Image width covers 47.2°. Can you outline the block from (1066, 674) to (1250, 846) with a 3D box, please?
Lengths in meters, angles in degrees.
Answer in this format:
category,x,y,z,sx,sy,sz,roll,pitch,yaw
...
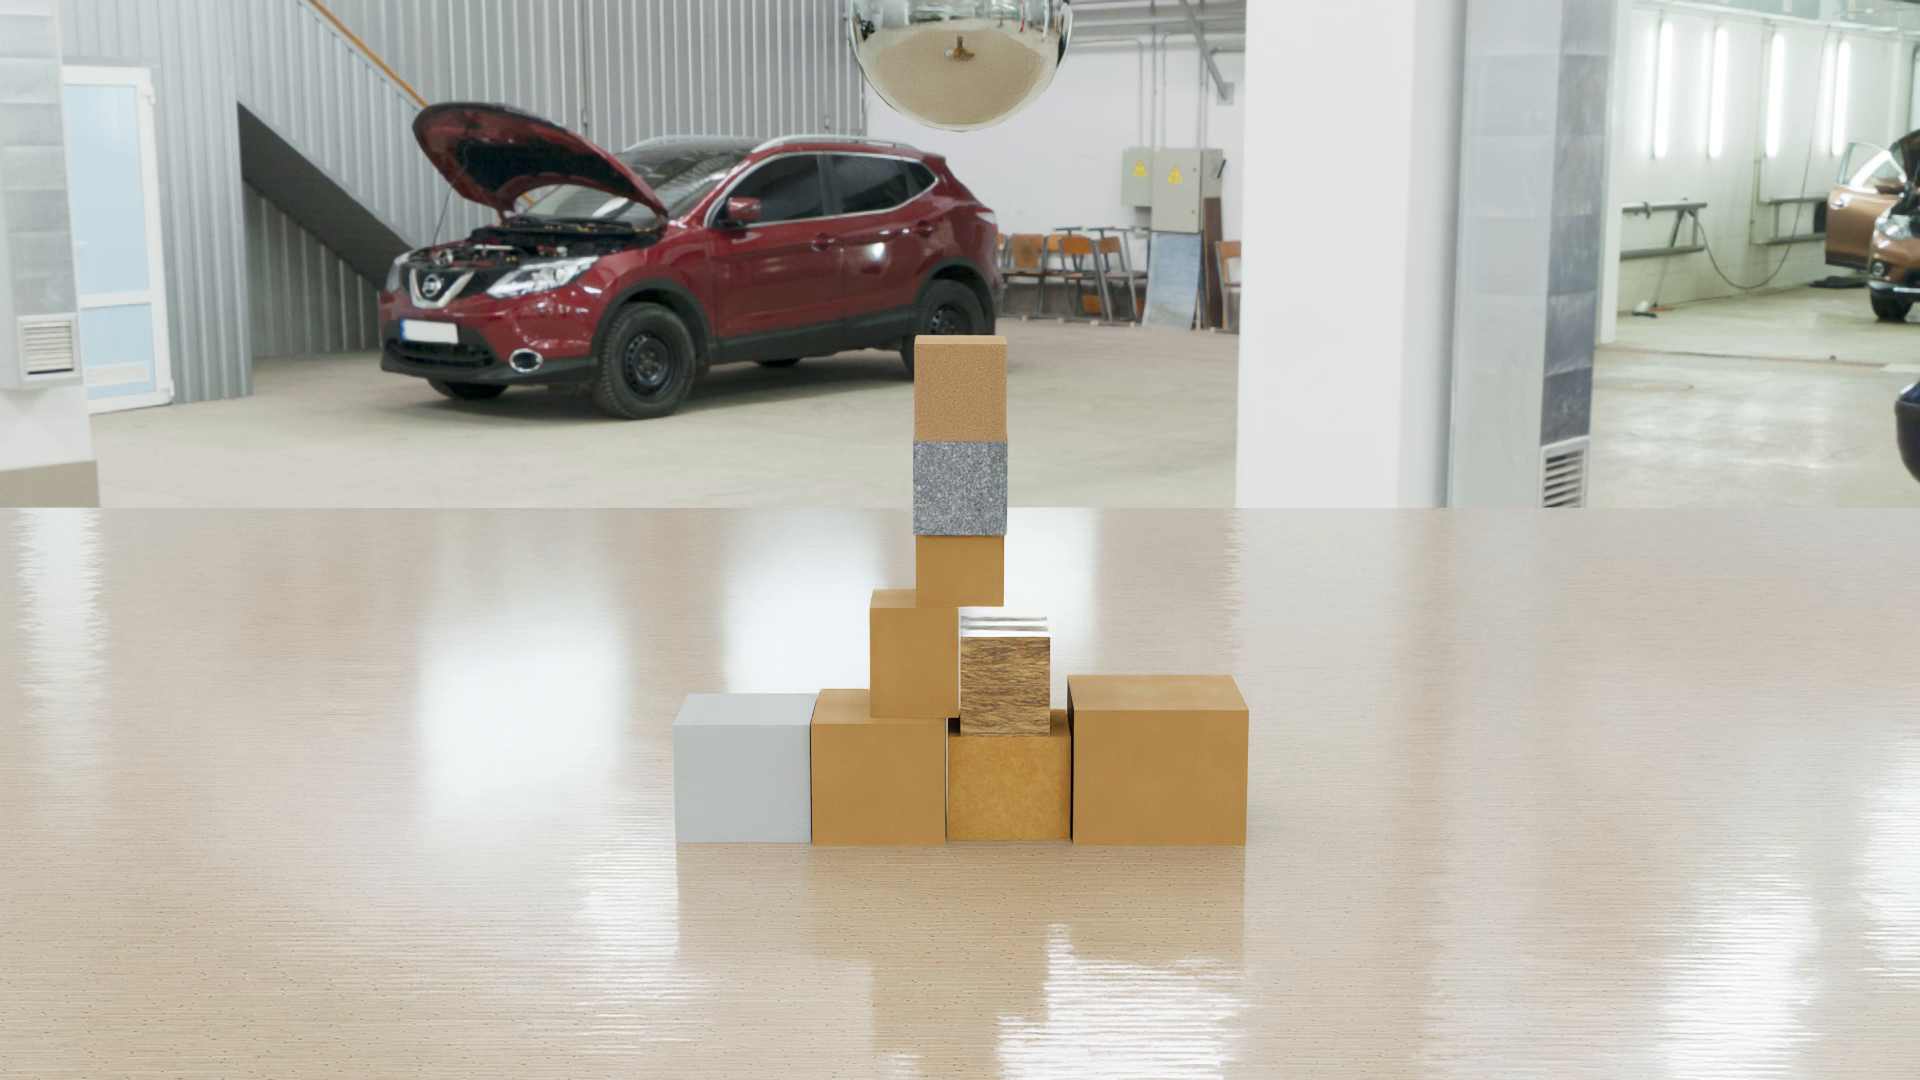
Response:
category,x,y,z,sx,sy,sz,roll,pitch,yaw
block,1.006,1.128,11.394,0.872,0.704,0.744,0,10,0

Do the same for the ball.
category,x,y,z,sx,sy,sz,roll,pitch,yaw
ball,0.000,-3.724,15.692,1.600,1.600,1.600,0,10,0

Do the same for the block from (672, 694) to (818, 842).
category,x,y,z,sx,sy,sz,roll,pitch,yaw
block,-1.098,1.173,11.403,0.688,0.613,0.636,0,10,0

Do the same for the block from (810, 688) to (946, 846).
category,x,y,z,sx,sy,sz,roll,pitch,yaw
block,-0.409,1.165,11.386,0.671,0.634,0.720,0,10,0

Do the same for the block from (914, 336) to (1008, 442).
category,x,y,z,sx,sy,sz,roll,pitch,yaw
block,0.003,-0.768,11.060,0.454,0.478,0.487,0,10,0

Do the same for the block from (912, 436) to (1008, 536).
category,x,y,z,sx,sy,sz,roll,pitch,yaw
block,0.002,-0.298,11.126,0.469,0.471,0.469,0,10,0

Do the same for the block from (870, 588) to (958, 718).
category,x,y,z,sx,sy,sz,roll,pitch,yaw
block,-0.230,0.575,11.275,0.445,0.565,0.476,0,10,0

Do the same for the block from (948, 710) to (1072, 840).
category,x,y,z,sx,sy,sz,roll,pitch,yaw
block,0.249,1.209,11.418,0.624,0.536,0.558,0,10,0

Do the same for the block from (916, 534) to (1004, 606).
category,x,y,z,sx,sy,sz,roll,pitch,yaw
block,0.000,0.113,11.209,0.443,0.368,0.448,0,10,0

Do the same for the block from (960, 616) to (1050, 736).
category,x,y,z,sx,sy,sz,roll,pitch,yaw
block,0.228,0.695,11.297,0.450,0.519,0.492,0,10,0
